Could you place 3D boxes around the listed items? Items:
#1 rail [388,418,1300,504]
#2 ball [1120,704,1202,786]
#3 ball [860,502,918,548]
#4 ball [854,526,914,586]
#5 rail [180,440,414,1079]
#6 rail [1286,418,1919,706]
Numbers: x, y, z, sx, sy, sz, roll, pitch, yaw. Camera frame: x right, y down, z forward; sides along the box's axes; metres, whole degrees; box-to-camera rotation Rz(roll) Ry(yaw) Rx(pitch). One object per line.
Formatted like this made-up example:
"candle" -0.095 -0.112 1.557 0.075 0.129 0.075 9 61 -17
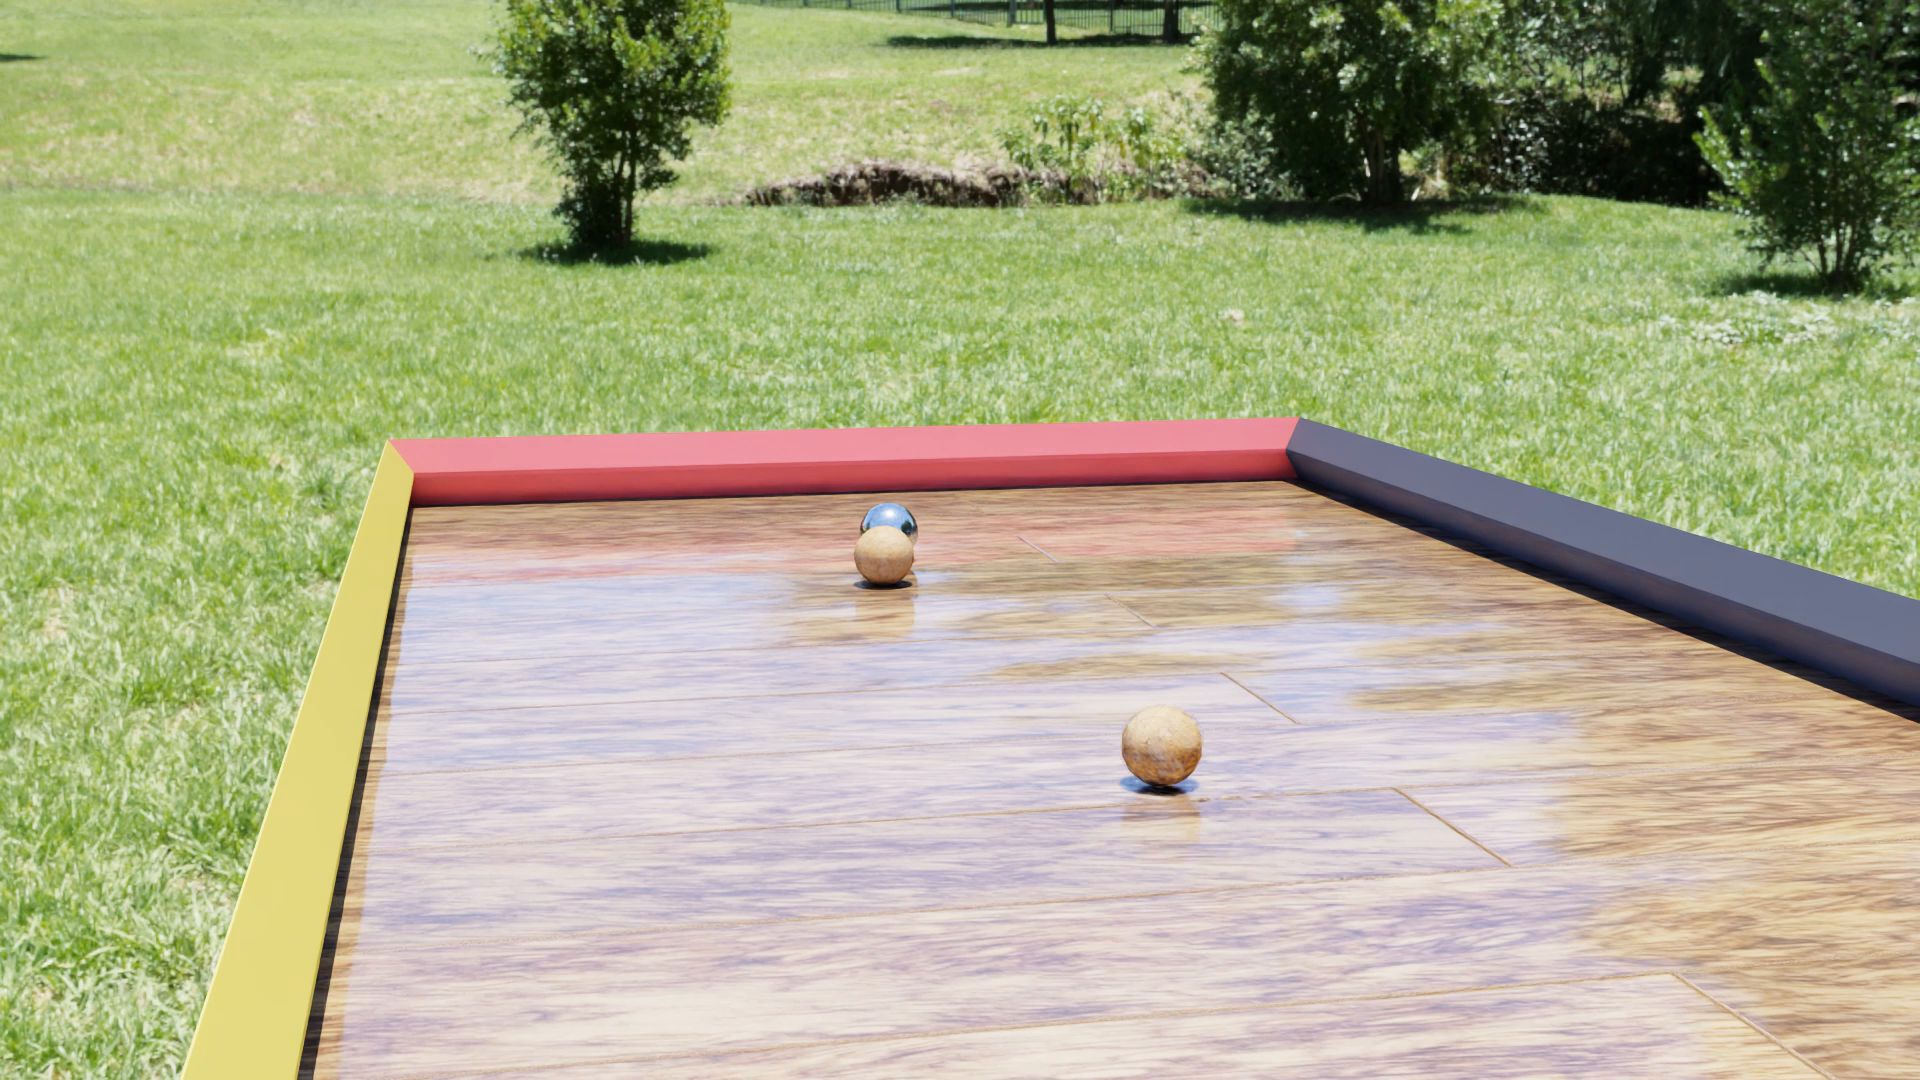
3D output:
"rail" -0.171 -0.144 4.006 1.691 0.115 0.045 -2 10 -12
"ball" 0.192 0.196 2.093 0.078 0.078 0.078 0 9 0
"ball" -0.107 -0.012 3.302 0.088 0.088 0.088 0 9 0
"ball" -0.107 0.022 3.111 0.085 0.085 0.085 0 9 0
"rail" -0.627 0.147 2.263 0.045 0.115 3.306 -2 10 -12
"rail" 0.979 0.090 2.609 0.045 0.115 3.306 -2 10 -12
